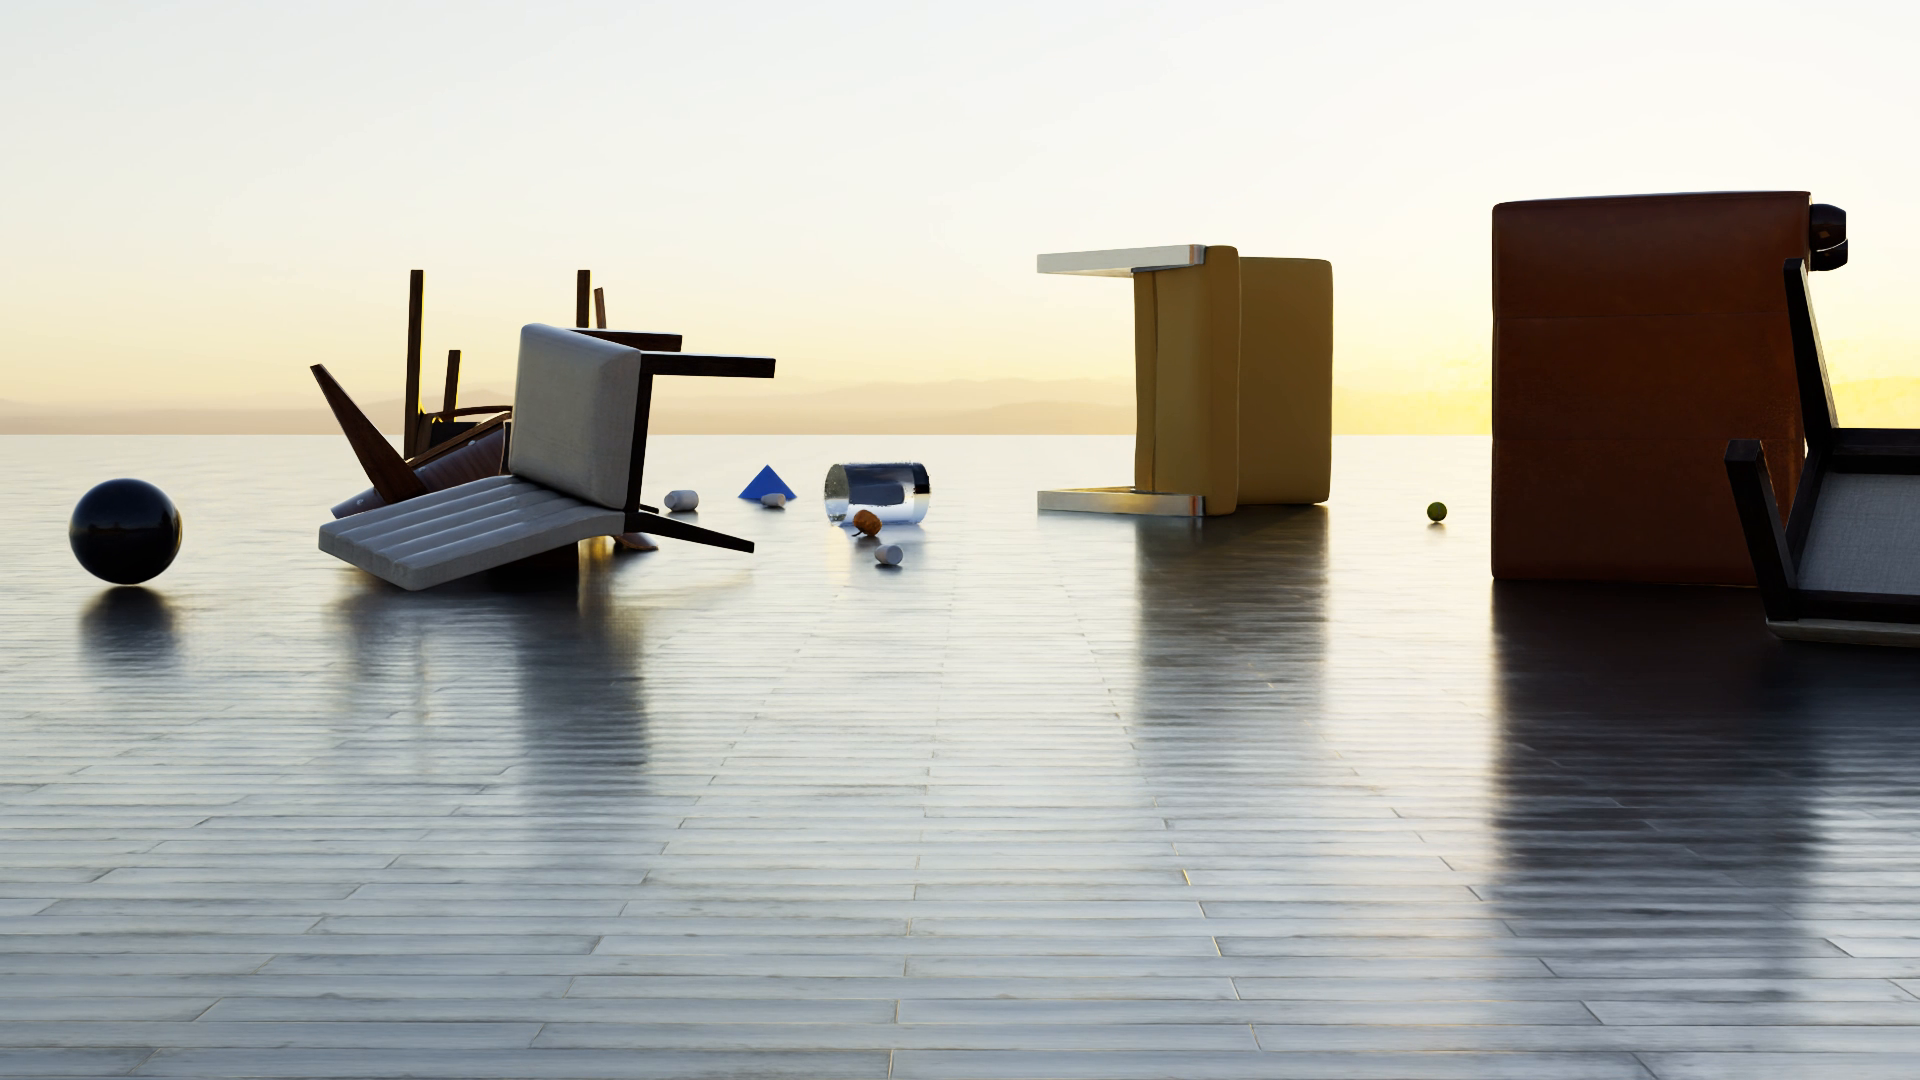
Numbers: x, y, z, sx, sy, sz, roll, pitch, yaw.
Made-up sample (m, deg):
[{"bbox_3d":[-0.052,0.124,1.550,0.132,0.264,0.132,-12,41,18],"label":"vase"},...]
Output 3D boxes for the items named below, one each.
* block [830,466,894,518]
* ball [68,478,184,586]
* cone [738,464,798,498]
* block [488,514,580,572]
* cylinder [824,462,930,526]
[{"bbox_3d":[-0.346,-0.171,7.795,0.195,0.170,0.121,3,5,34],"label":"block"},{"bbox_3d":[-1.908,-0.020,5.033,0.248,0.248,0.248,0,4,0],"label":"ball"},{"bbox_3d":[-0.798,-0.247,9.123,0.257,0.140,0.193,1,4,8],"label":"cone"},{"bbox_3d":[-1.059,0.006,5.476,0.218,0.135,0.143,-1,4,-8],"label":"block"},{"bbox_3d":[-0.274,-0.153,7.268,0.297,0.210,0.188,-2,25,-29],"label":"cylinder"}]
